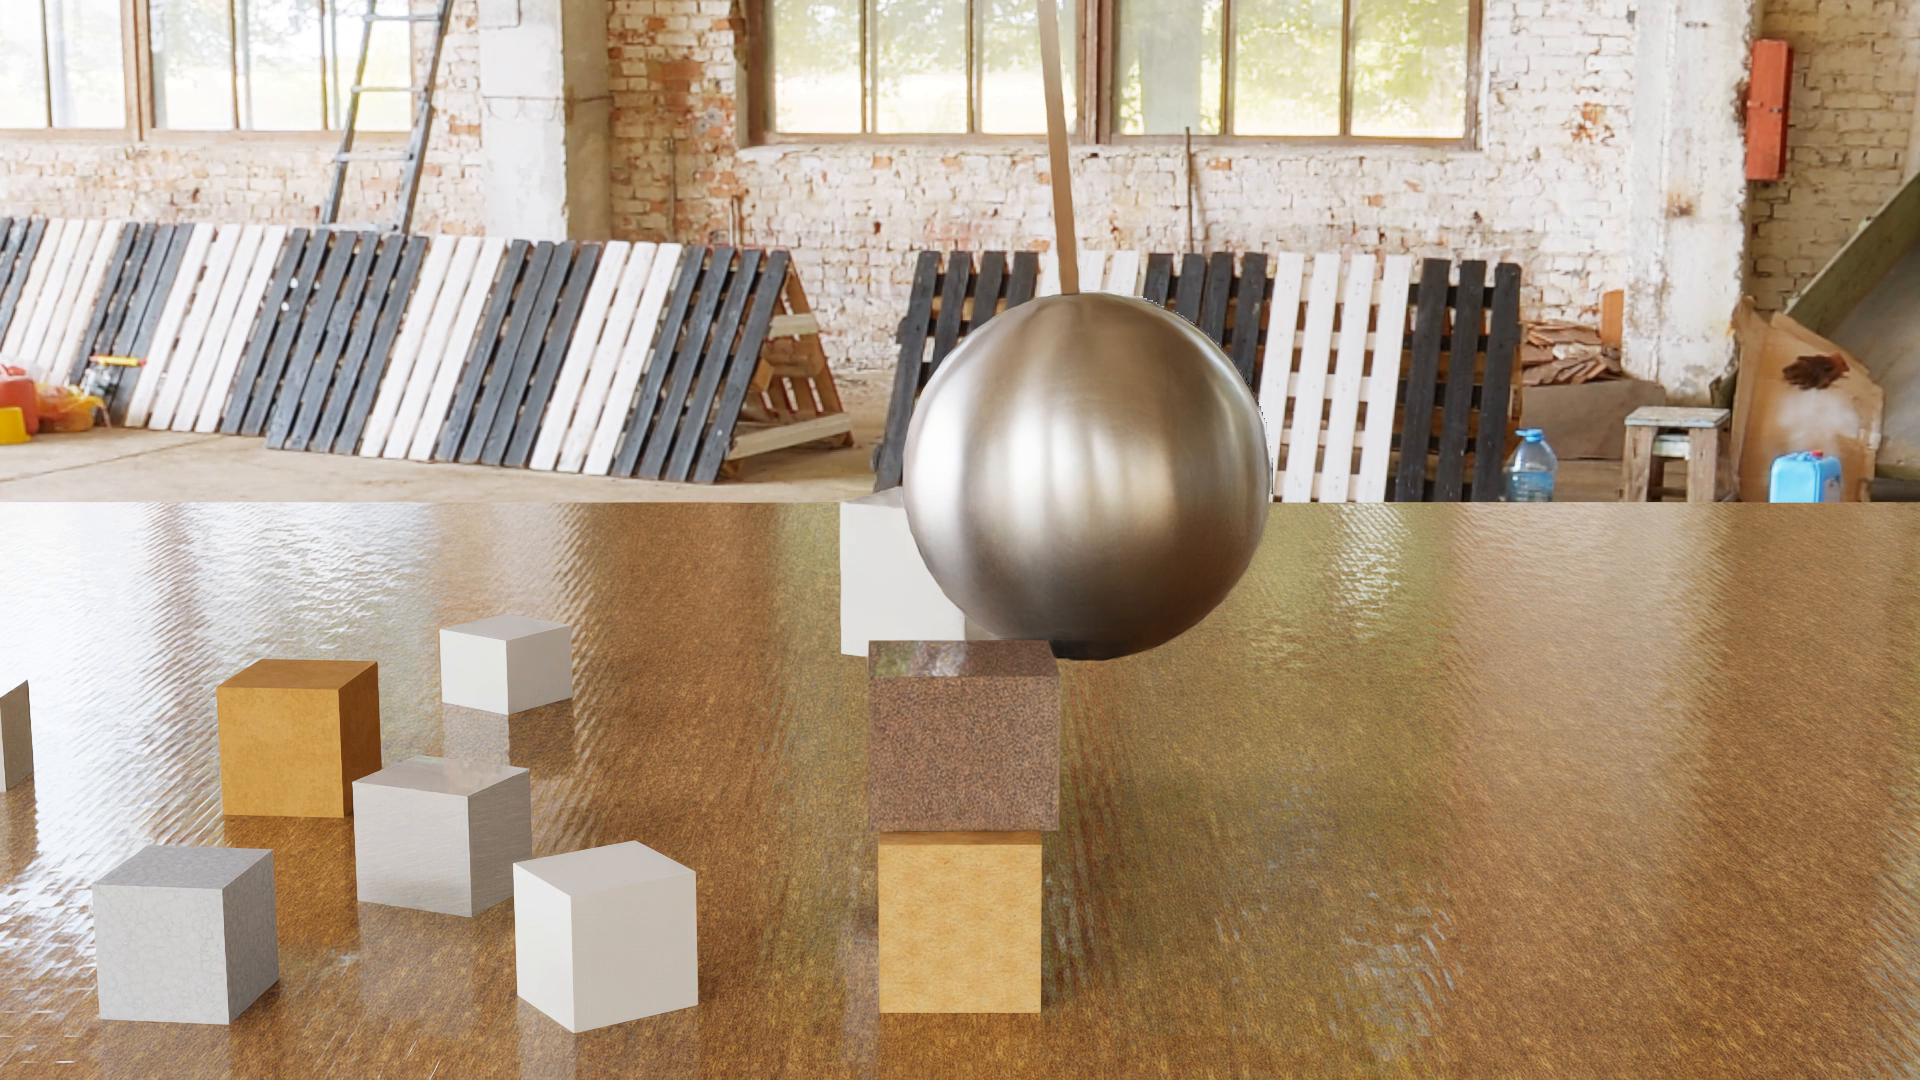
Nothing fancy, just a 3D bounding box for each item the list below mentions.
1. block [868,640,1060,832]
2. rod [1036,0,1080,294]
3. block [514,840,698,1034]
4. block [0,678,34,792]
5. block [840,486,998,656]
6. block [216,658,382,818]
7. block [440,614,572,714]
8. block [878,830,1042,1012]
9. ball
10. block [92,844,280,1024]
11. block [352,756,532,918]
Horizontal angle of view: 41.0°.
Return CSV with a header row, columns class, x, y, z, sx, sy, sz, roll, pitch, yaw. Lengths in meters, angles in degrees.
class,x,y,z,sx,sy,sz,roll,pitch,yaw
block,0.003,0.756,10.041,0.726,0.601,0.674,0,9,-2
rod,0.236,-3.607,10.525,0.080,5.200,0.080,-5,10,1
block,-1.354,1.506,9.806,0.522,0.529,0.491,-7,12,-34
block,-4.959,0.976,12.864,0.463,0.477,0.408,0,10,-1
block,-0.113,0.163,12.668,0.686,0.751,0.702,6,12,28
block,-3.215,0.960,12.529,0.594,0.629,0.603,1,10,5
block,-2.570,0.699,14.545,0.522,0.420,0.512,7,13,35
block,0.000,1.410,9.962,0.611,0.661,0.616,0,10,0
ball,0.545,-0.275,11.130,1.600,1.600,1.600,0,10,0
block,-2.956,1.504,9.824,0.505,0.527,0.503,1,10,7
block,-2.231,1.272,11.094,0.581,0.528,0.476,4,11,23
